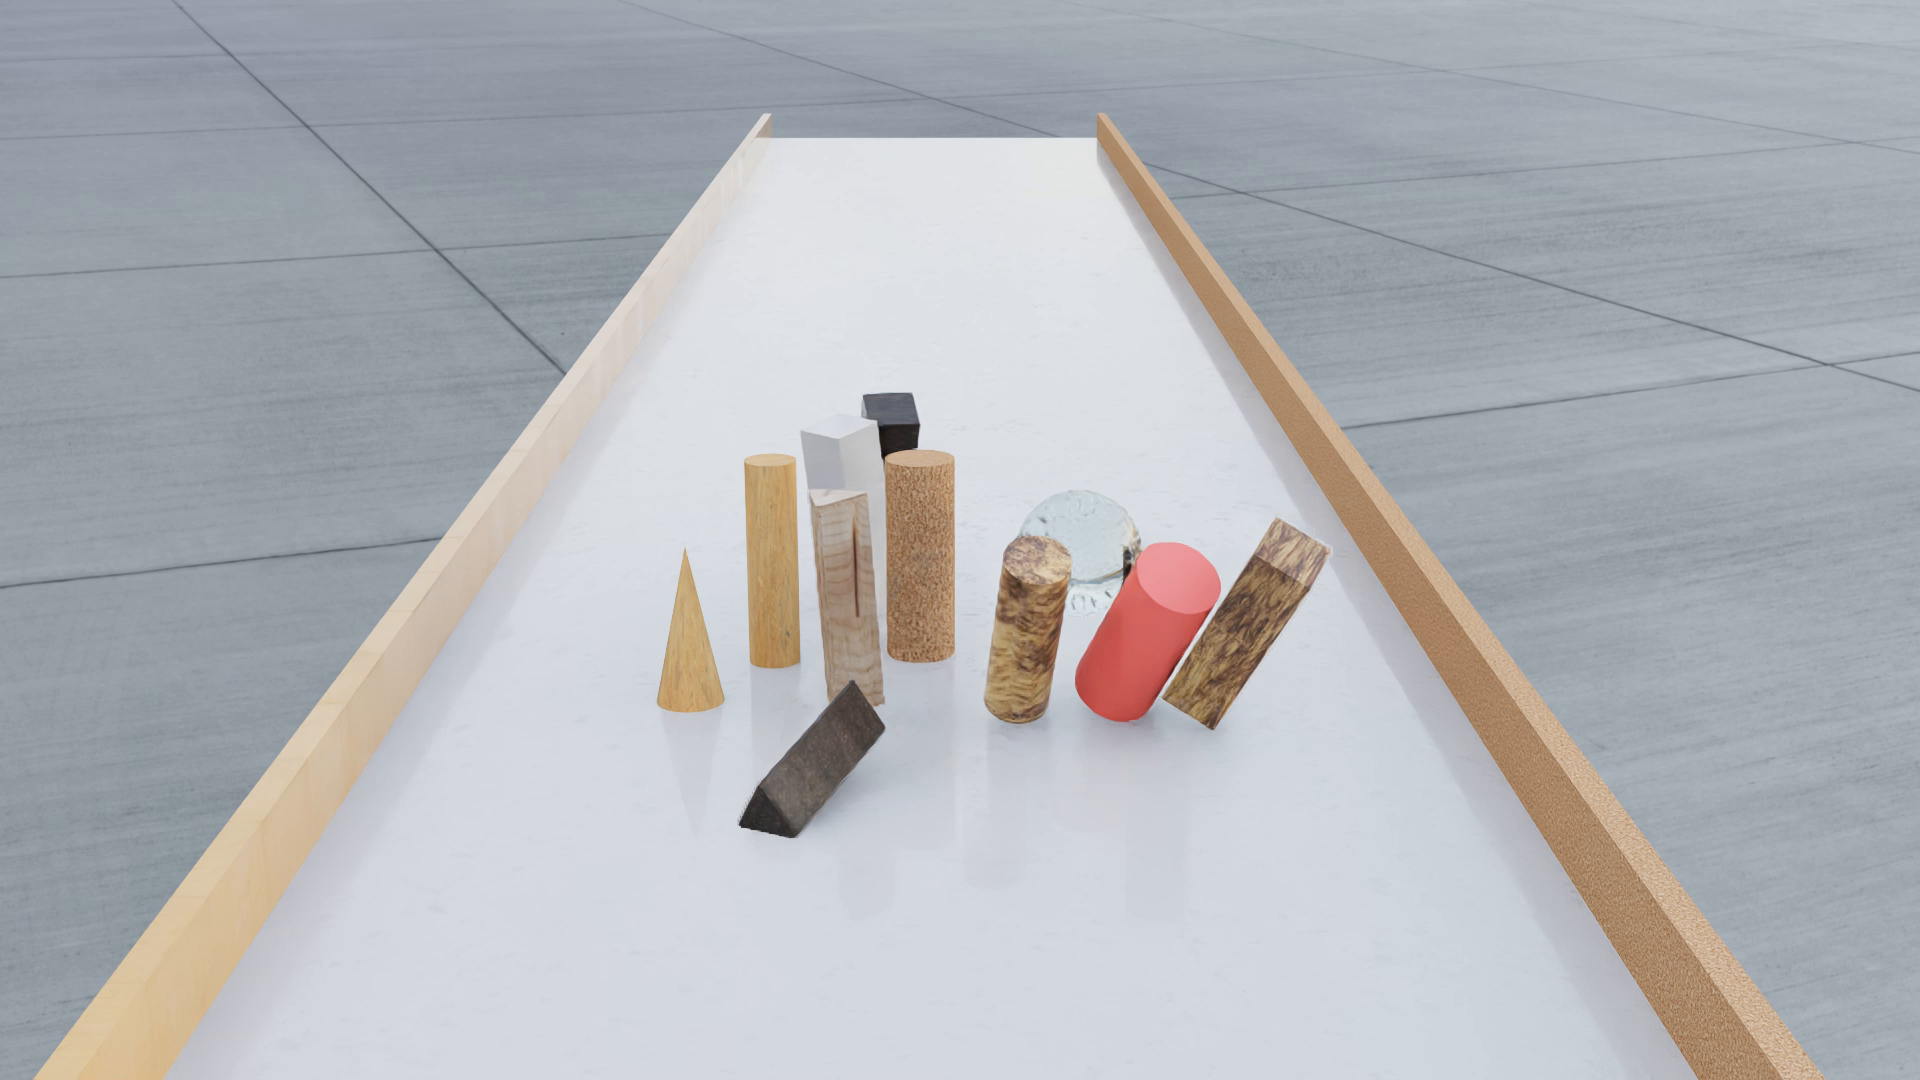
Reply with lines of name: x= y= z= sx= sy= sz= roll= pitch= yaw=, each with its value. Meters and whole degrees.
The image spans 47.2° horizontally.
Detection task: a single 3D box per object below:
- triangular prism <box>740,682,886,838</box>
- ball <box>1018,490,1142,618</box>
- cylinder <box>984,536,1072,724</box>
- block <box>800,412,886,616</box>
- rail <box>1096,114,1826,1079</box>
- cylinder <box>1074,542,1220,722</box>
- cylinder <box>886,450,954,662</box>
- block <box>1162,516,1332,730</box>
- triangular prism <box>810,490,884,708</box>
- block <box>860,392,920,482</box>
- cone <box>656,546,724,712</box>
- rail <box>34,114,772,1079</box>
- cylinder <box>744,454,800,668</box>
triangular prism: x=-0.251 y=0.361 z=3.709 sx=0.107 sy=0.093 sz=0.325 roll=8 pitch=32 yaw=25
ball: x=0.219 y=0.025 z=4.067 sx=0.236 sy=0.236 sz=0.236 roll=0 pitch=17 yaw=0
cylinder: x=0.121 y=0.166 z=3.992 sx=0.123 sy=0.372 sz=0.123 roll=3 pitch=45 yaw=-3
block: x=-0.229 y=-0.045 z=4.622 sx=0.114 sy=0.418 sz=0.114 roll=15 pitch=31 yaw=41
rail: x=0.932 y=-0.844 z=7.801 sx=0.050 sy=0.150 sz=12.000 roll=0 pitch=17 yaw=-1
cylinder: x=0.338 y=0.170 z=4.004 sx=0.159 sy=0.347 sz=0.159 roll=10 pitch=50 yaw=-12
cylinder: x=-0.079 y=0.032 z=4.407 sx=0.138 sy=0.405 sz=0.138 roll=0 pitch=17 yaw=0
block: x=0.508 y=0.155 z=3.936 sx=0.113 sy=0.429 sz=0.113 roll=32 pitch=46 yaw=6
triangular prism: x=-0.232 y=0.114 z=4.106 sx=0.116 sy=0.417 sz=0.100 roll=-18 pitch=22 yaw=-37
block: x=-0.165 y=-0.104 z=4.763 sx=0.108 sy=0.460 sz=0.108 roll=-2 pitch=42 yaw=-10
cone: x=-0.514 y=0.158 z=4.153 sx=0.129 sy=0.309 sz=0.129 roll=0 pitch=17 yaw=0
rail: x=-1.118 y=-0.838 z=7.780 sx=0.050 sy=0.150 sz=12.000 roll=0 pitch=17 yaw=-1
cylinder: x=-0.371 y=0.042 z=4.358 sx=0.102 sy=0.415 sz=0.102 roll=0 pitch=17 yaw=0
